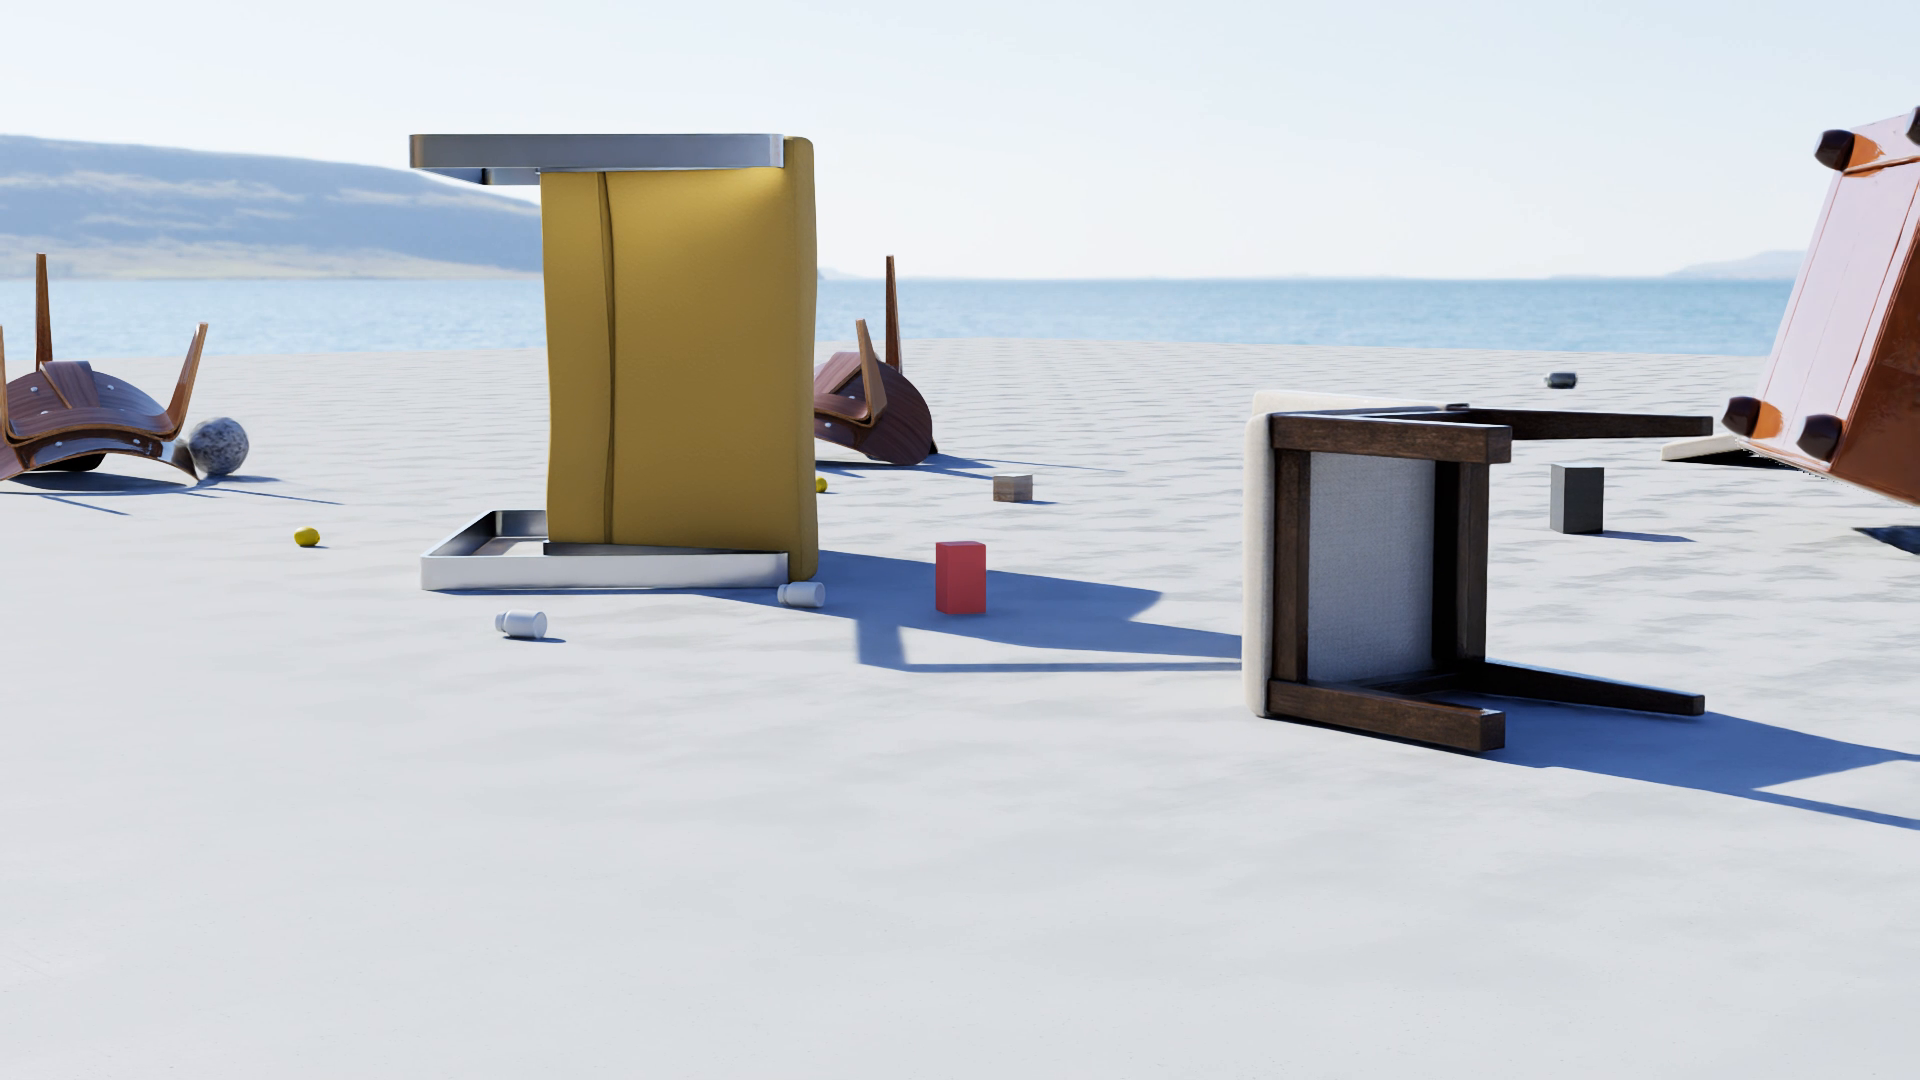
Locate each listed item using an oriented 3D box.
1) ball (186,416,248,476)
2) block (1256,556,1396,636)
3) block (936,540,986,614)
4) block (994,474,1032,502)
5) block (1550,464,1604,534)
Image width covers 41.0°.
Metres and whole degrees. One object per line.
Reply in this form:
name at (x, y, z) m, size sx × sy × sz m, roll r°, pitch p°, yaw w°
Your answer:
ball at (-2.445, -0.311, 8.448) m, size 0.200 × 0.200 × 0.200 m, roll 0°, pitch 6°, yaw 0°
block at (0.689, 0.103, 4.821) m, size 0.170 × 0.121 × 0.195 m, roll -6°, pitch 8°, yaw -45°
block at (0.001, 0.073, 5.045) m, size 0.079 × 0.134 × 0.077 m, roll -2°, pitch 6°, yaw -18°
block at (0.155, -0.153, 7.531) m, size 0.074 × 0.076 × 0.097 m, roll 4°, pitch 7°, yaw 36°
block at (1.592, -0.108, 6.623) m, size 0.102 × 0.172 × 0.144 m, roll 0°, pitch 6°, yaw -1°
